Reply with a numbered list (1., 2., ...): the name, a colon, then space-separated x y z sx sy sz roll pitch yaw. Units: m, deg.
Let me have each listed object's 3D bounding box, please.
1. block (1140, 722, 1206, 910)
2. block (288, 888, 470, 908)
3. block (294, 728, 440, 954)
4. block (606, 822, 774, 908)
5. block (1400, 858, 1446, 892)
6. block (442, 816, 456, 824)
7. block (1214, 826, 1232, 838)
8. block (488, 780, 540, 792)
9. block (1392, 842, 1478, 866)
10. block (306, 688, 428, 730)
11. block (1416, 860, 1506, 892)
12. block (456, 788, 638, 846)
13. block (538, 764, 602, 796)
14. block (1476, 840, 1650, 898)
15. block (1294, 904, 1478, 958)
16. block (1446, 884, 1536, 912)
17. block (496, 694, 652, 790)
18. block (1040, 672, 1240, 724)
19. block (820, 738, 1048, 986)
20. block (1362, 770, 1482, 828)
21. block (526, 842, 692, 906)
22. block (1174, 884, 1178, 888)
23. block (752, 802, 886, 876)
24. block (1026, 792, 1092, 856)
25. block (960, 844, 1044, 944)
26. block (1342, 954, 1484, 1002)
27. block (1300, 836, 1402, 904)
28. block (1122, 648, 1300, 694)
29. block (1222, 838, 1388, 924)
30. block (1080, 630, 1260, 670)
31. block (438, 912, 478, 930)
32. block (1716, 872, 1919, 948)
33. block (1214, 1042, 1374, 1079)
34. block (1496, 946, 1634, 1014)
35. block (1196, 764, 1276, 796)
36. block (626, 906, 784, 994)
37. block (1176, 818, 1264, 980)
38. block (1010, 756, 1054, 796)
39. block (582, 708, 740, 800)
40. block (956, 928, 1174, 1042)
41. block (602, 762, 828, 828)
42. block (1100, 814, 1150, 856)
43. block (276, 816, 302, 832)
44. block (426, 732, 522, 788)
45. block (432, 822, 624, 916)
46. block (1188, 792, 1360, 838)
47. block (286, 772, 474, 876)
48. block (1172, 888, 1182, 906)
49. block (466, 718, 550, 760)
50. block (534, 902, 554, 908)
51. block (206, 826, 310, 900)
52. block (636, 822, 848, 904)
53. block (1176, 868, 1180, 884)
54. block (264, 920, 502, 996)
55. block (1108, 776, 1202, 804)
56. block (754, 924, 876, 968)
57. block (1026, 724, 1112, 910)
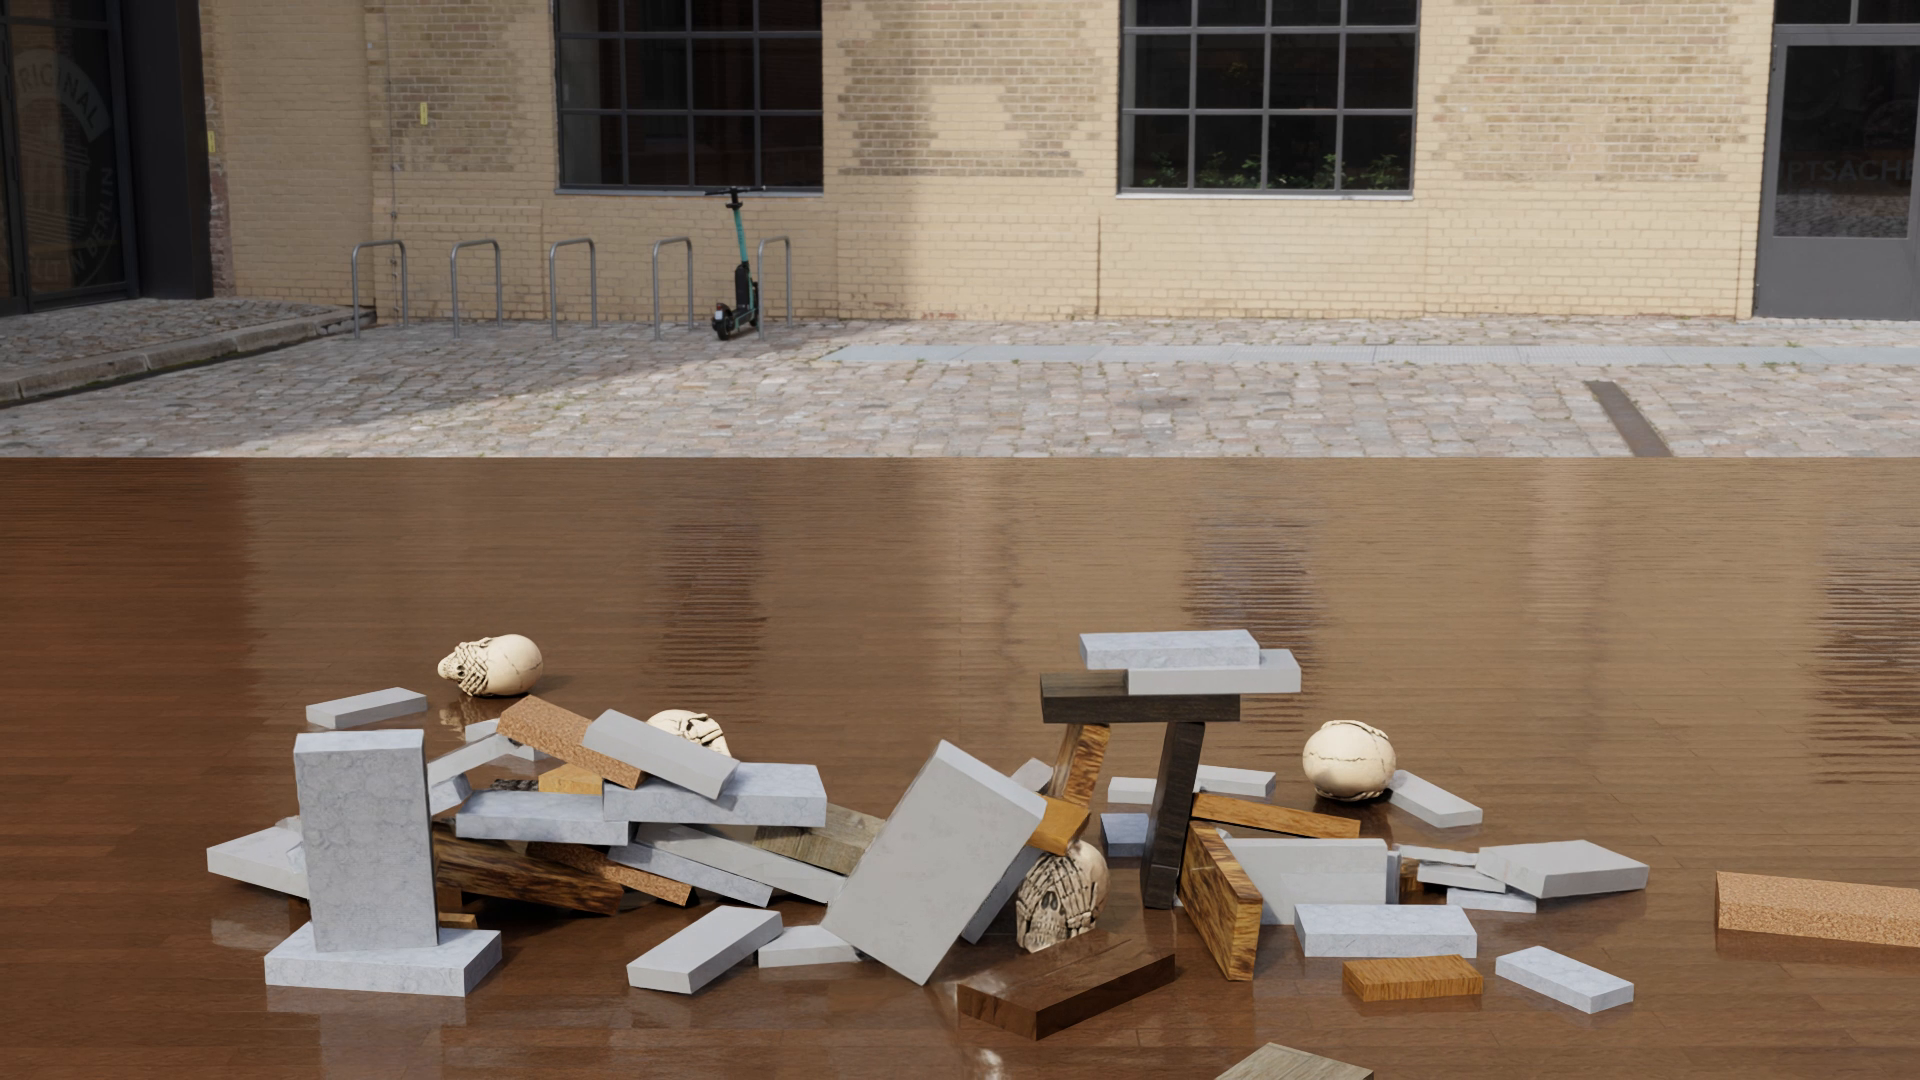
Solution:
1. block: 0.350 0.434 3.639 0.045 0.315 0.157 9 11 0
2. block: -0.960 0.570 3.669 0.282 0.040 0.141 0 11 -2
3. block: -0.870 0.445 3.237 0.178 0.355 0.050 -2 28 -9
4. block: -0.446 0.526 3.638 0.273 0.039 0.136 19 9 -11
5. block: 0.773 0.565 3.735 0.175 0.025 0.087 -4 11 -23
6. block: -0.732 0.514 3.956 0.359 0.044 0.155 -6 12 -30
7. block: 0.456 0.528 3.650 0.162 0.023 0.081 46 -15 -30
8. block: -0.838 0.478 4.222 0.123 0.017 0.062 1 11 6
9. block: 0.802 0.529 3.693 0.142 0.020 0.071 7 -6 3
10. block: -1.290 0.366 4.787 0.114 0.032 0.229 10 14 42
11. block: 0.834 0.557 3.652 0.142 0.020 0.071 6 8 14
12. block: -0.664 0.448 3.560 0.273 0.039 0.136 3 11 0
13. block: -0.626 0.453 4.059 0.271 0.038 0.135 5 12 26
14. block: 1.004 0.546 3.662 0.275 0.039 0.138 3 11 -37
15. block: 0.665 0.612 3.448 0.263 0.037 0.131 0 11 1
16. block: 0.875 0.588 3.625 0.142 0.020 0.071 2 11 12
17. block: -0.614 0.326 3.561 0.244 0.035 0.122 22 13 6
18. block: 0.292 0.257 3.603 0.315 0.045 0.158 -1 10 0
19. block: -0.041 0.474 3.210 0.178 0.356 0.050 31 26 -3
20. block: 0.870 0.487 4.152 0.092 0.026 0.274 -4 11 -20
21. block: -0.571 0.520 3.640 0.273 0.039 0.136 21 9 -4
22. block: 0.397 0.581 3.684 0.092 0.013 0.046 1 11 5
23. block: -0.160 0.511 3.672 0.355 0.050 0.177 17 11 -1
24. block: 0.141 0.447 3.463 0.095 0.027 0.190 16 11 12
25. block: 0.068 0.541 3.464 0.027 0.190 0.095 34 10 -4
26. block: 0.673 0.651 3.271 0.184 0.026 0.092 -2 11 -9
27. block: 0.641 0.550 3.644 0.175 0.087 0.025 6 10 28
28. block: 0.408 0.215 3.592 0.275 0.039 0.138 -1 10 0
29. block: 0.549 0.549 3.532 0.263 0.131 0.037 0 11 0
30. block: 0.340 0.179 3.592 0.278 0.033 0.117 -1 10 -3
31. block: -0.808 0.606 3.407 0.123 0.062 0.017 2 32 9
32. block: 1.381 0.592 3.536 0.309 0.044 0.154 3 11 16
33. block: 0.331 0.743 2.726 0.154 0.044 0.498 8 13 36
34. block: 0.897 0.652 3.266 0.092 0.026 0.184 -7 12 -32
35. block: 0.519 0.466 4.269 0.171 0.024 0.086 4 11 21
36. block: -0.384 0.619 3.334 0.117 0.033 0.233 0 14 32
37. block: 0.403 0.557 3.442 0.037 0.131 0.343 4 12 -9
38. block: 0.068 0.475 3.622 0.050 0.178 0.356 29 9 9
39. block: -0.481 0.344 3.544 0.233 0.033 0.117 21 13 4
40. block: 0.158 0.649 3.231 0.154 0.044 0.309 10 14 43
41. block: -0.405 0.413 3.604 0.355 0.050 0.177 3 11 -10
42. block: 0.301 0.527 3.940 0.086 0.024 0.171 0 11 -1
43. block: -1.087 0.496 3.931 0.244 0.035 0.122 -8 -8 -27
44. block: -0.879 0.387 3.604 0.337 0.035 0.122 -23 2 -3
45. block: -0.713 0.527 3.542 0.310 0.044 0.155 16 11 -31
46. block: 0.511 0.461 3.646 0.275 0.039 0.138 10 -8 -2
47. block: -0.929 0.452 3.529 0.281 0.038 0.135 -23 3 -4
48. block: 0.396 0.590 3.630 0.092 0.013 0.046 0 12 1
49. block: -0.908 0.409 4.554 0.229 0.032 0.114 9 14 41
50. block: -0.797 0.537 3.656 0.282 0.040 0.141 14 10 -4
51. block: -1.094 0.535 3.637 0.282 0.040 0.141 7 12 32
52. block: -0.355 0.506 3.663 0.355 0.050 0.177 19 9 -5
53. block: 0.404 0.567 3.683 0.092 0.013 0.046 4 11 26
54. block: -0.870 0.631 3.326 0.310 0.044 0.155 2 11 9
55. block: 0.372 0.480 4.195 0.171 0.024 0.086 2 11 9
56. block: -0.220 0.626 3.404 0.193 0.027 0.095 -2 11 -11
57. block: 0.177 0.434 3.643 0.045 0.315 0.158 15 9 -5
